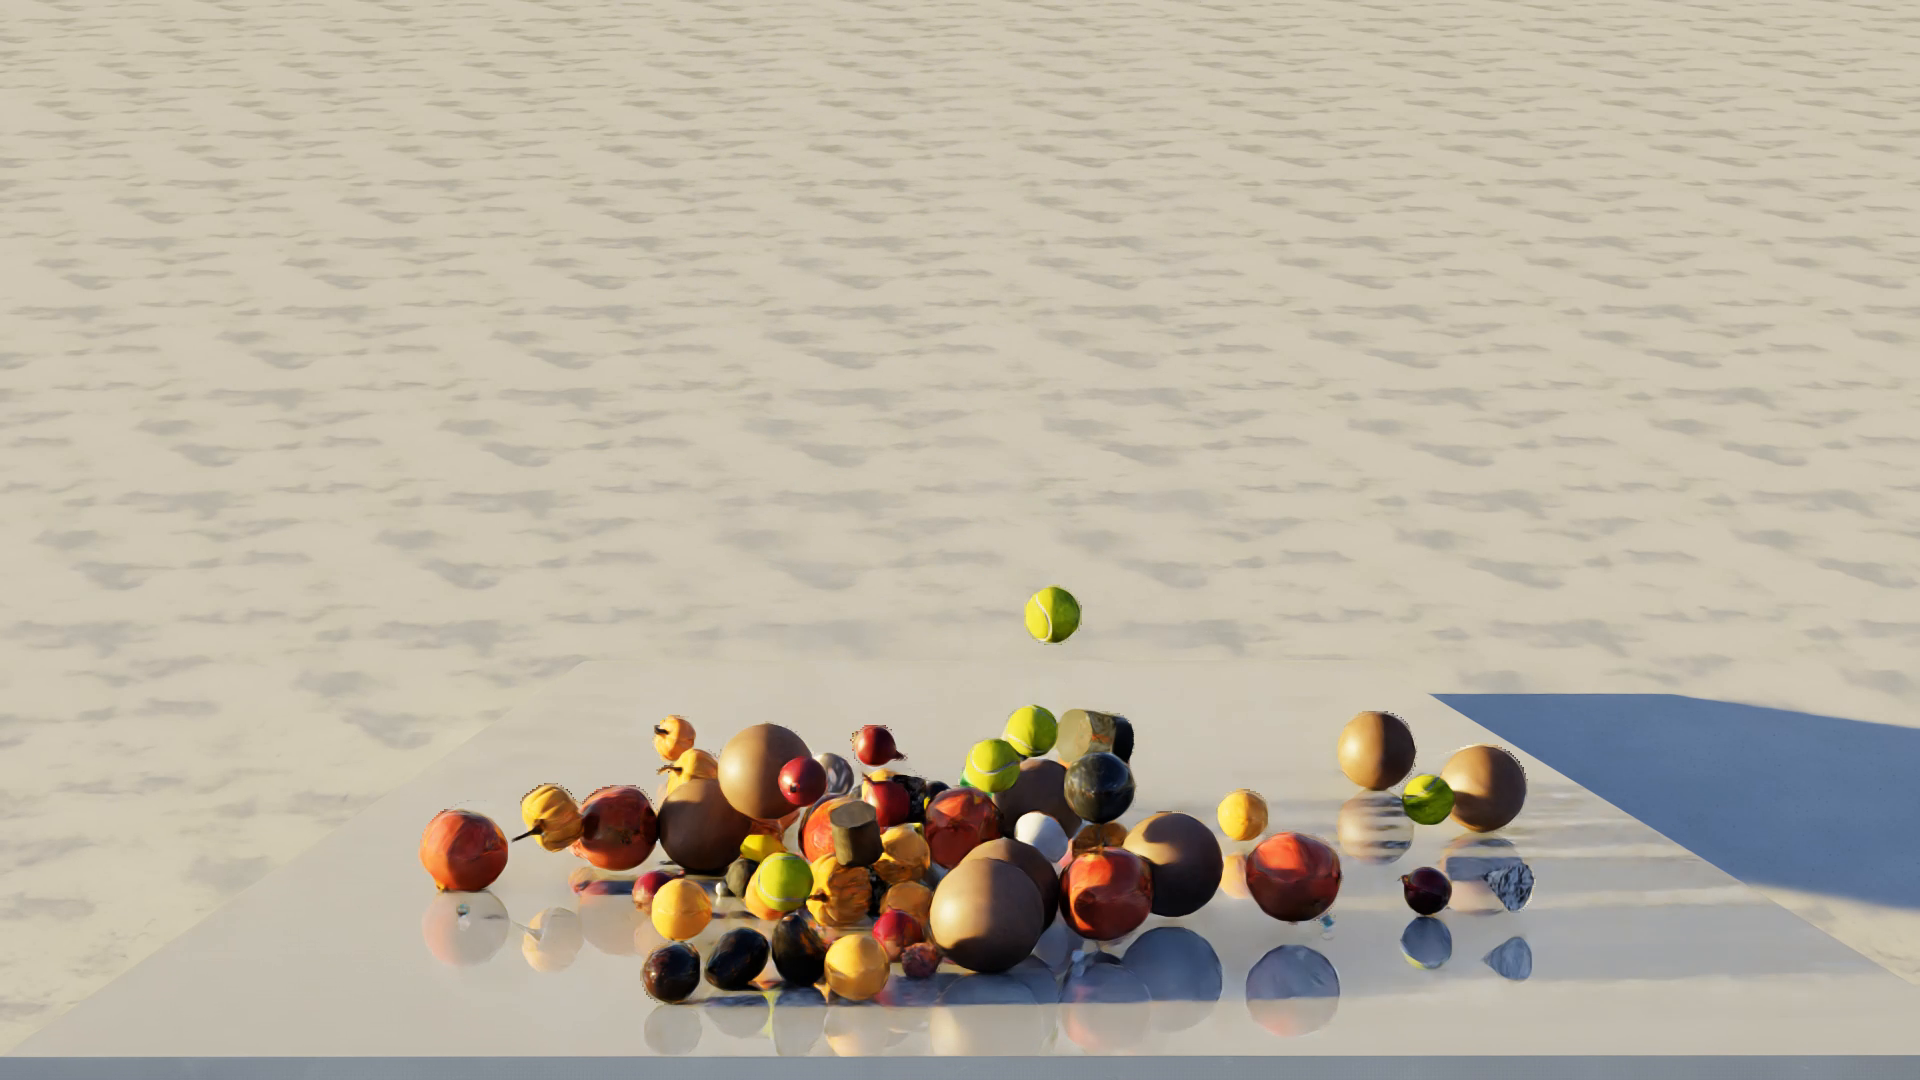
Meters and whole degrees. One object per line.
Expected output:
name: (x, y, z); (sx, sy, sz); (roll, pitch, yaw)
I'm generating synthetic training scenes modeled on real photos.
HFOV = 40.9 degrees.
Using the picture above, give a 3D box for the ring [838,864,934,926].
ring: (-0.092, 0.440, 3.194); (0.127, 0.042, 0.127); (19, 10, -4)

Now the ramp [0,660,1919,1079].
ramp: (0.050, 0.457, 4.533); (2.000, 0.100, 4.000); (0, 3, 0)

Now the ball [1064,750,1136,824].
ball: (0.185, 0.328, 3.418); (0.096, 0.096, 0.096); (0, 22, 0)

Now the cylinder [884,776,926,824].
cylinder: (-0.075, 0.354, 3.508); (0.055, 0.055, 0.055); (3, -18, 1)

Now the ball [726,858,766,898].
ball: (-0.278, 0.441, 3.347); (0.052, 0.052, 0.052); (0, 22, 0)

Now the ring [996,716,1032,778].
ring: (0.085, 0.323, 4.008); (0.034, 0.101, 0.101); (14, 25, 15)

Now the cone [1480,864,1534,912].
cone: (0.671, 0.425, 3.200); (0.060, 0.060, 0.060); (-17, 20, -37)

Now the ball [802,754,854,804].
ball: (-0.213, 0.385, 4.143); (0.083, 0.083, 0.083); (0, 22, 0)

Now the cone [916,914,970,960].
cone: (-0.013, 0.469, 2.974); (0.058, 0.058, 0.058); (22, 18, -12)

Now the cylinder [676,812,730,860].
cylinder: (-0.364, 0.419, 3.644); (0.066, 0.066, 0.066); (0, 22, 7)

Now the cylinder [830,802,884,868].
cylinder: (-0.124, 0.353, 3.080); (0.057, 0.057, 0.057); (-7, 26, 4)
